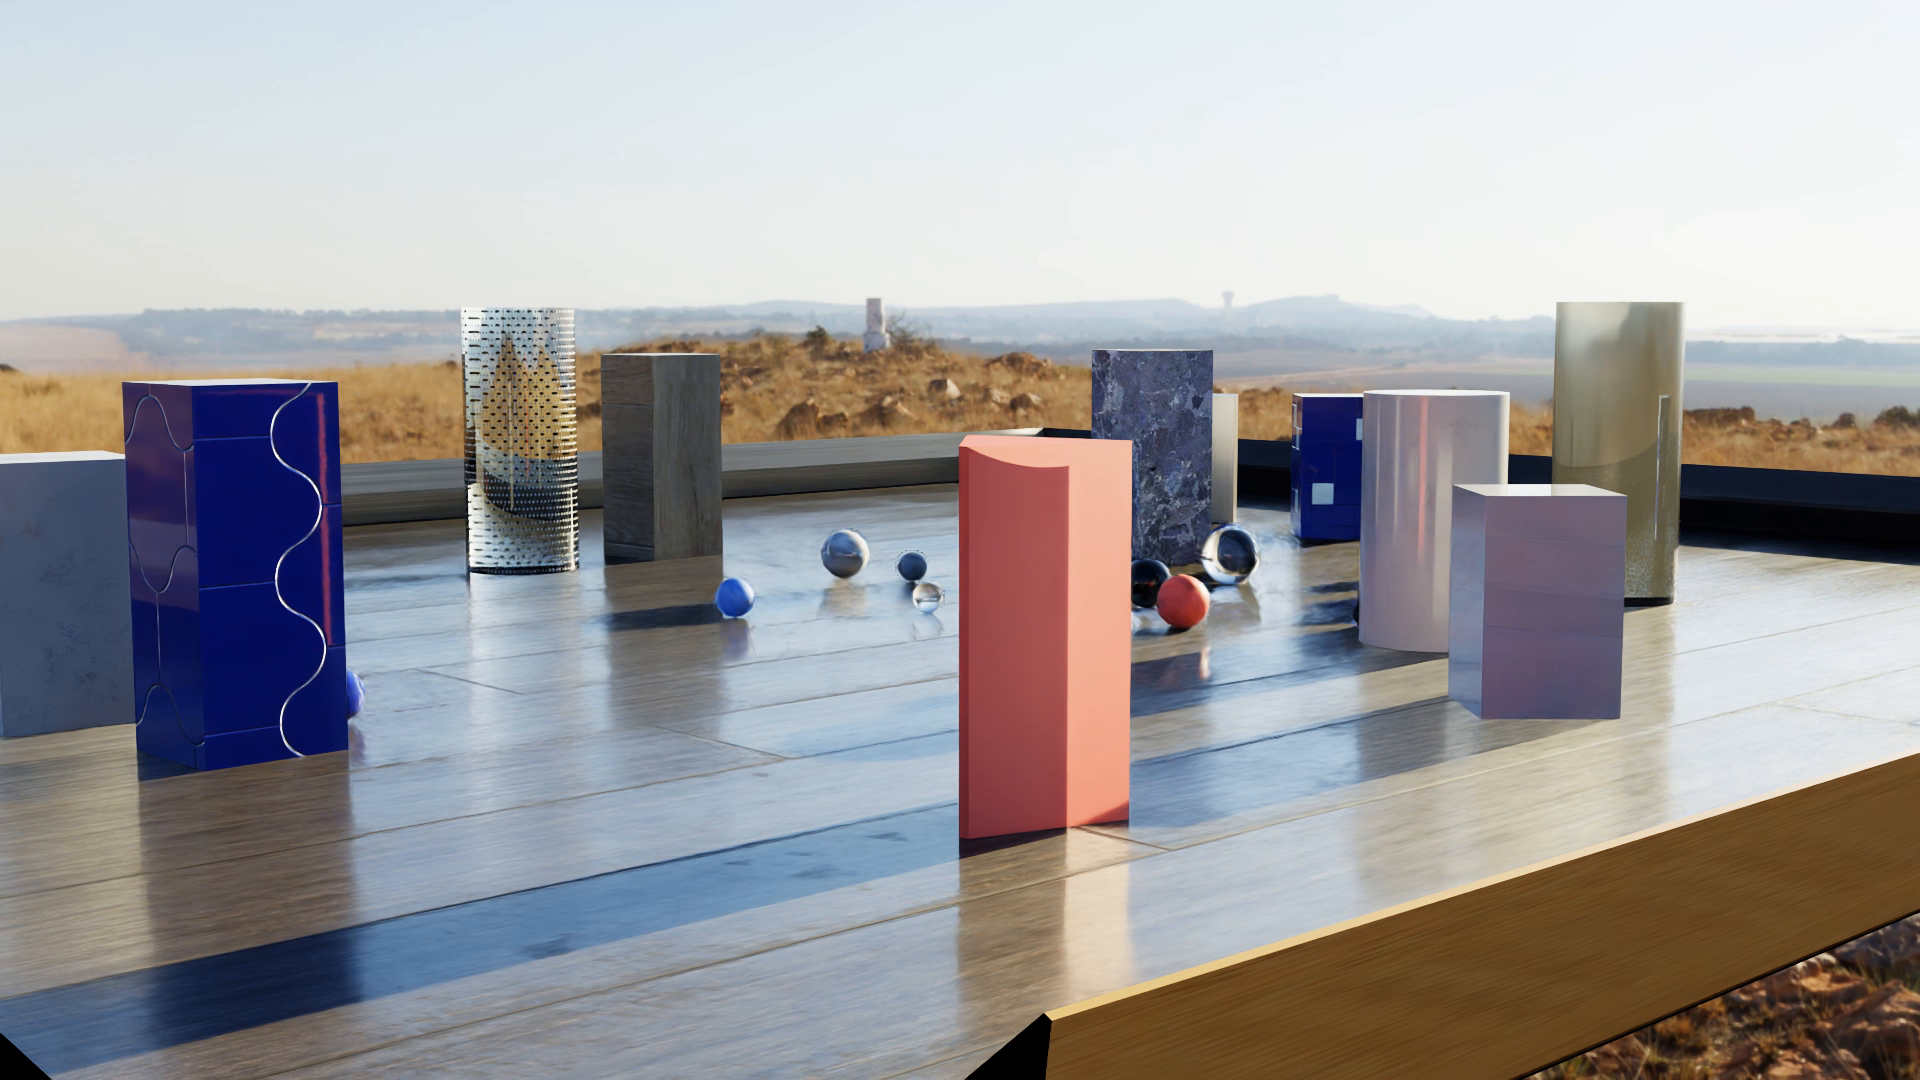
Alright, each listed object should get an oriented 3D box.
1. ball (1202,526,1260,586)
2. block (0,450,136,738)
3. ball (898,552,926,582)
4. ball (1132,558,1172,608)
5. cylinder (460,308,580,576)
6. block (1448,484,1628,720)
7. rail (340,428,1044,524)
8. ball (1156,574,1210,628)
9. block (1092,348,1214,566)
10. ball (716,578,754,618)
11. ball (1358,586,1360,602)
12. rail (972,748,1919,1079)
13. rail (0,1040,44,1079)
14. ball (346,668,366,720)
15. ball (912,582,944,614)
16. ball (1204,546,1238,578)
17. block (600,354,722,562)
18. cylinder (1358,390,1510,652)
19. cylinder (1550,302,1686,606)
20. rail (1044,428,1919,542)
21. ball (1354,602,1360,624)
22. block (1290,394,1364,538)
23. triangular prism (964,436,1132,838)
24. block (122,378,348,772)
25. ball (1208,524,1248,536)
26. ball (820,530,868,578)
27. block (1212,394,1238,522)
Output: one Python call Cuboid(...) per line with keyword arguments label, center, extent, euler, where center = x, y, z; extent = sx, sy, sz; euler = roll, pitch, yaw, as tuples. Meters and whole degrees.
Cuboid(label="ball", center=(0.436, 0.026, 3.540), extent=(0.095, 0.095, 0.095), euler=(0, 6, 0))
Cuboid(label="block", center=(-0.980, 0.052, 2.380), extent=(0.152, 0.285, 0.152), euler=(-4, 7, -36))
Cuboid(label="ball", center=(-0.078, 0.044, 3.592), extent=(0.048, 0.048, 0.048), euler=(0, 6, 0))
Cuboid(label="ball", center=(0.279, 0.064, 3.272), extent=(0.075, 0.075, 0.075), euler=(0, 6, 0))
Cuboid(label="cylinder", center=(-0.749, -0.172, 3.748), extent=(0.190, 0.445, 0.190), euler=(0, 6, 0))
Cuboid(label="block", center=(0.641, 0.066, 2.454), extent=(0.152, 0.244, 0.152), euler=(0, 6, -1))
Cuboid(label="rail", center=(-1.169, -0.101, 4.592), extent=(3.833, 0.124, 0.045), euler=(-6, 8, -42))
Cuboid(label="ball", center=(0.311, 0.086, 3.068), extent=(0.075, 0.075, 0.075), euler=(0, 6, 0))
Cuboid(label="block", center=(0.337, -0.149, 3.876), extent=(0.152, 0.372, 0.152), euler=(-3, 7, -29))
Cuboid(label="ball", center=(-0.325, 0.083, 3.175), extent=(0.057, 0.057, 0.057), euler=(0, 6, 0))
Cuboid(label="ball", center=(0.609, 0.079, 3.202), extent=(0.059, 0.059, 0.059), euler=(0, 6, 0))
Cuboid(label="rail", center=(1.169, 0.165, 2.072), extent=(3.833, 0.124, 0.045), euler=(-6, 8, -42))
Cuboid(label="rail", center=(-1.391, 0.167, 2.056), extent=(0.045, 0.124, 3.494), euler=(-6, 8, -42))
Cuboid(label="ball", center=(-0.671, 0.166, 2.366), extent=(0.061, 0.061, 0.061), euler=(0, 6, 0))
Cuboid(label="ball", center=(-0.047, 0.084, 3.221), extent=(0.046, 0.046, 0.046), euler=(0, 6, 0))
Cuboid(label="ball", center=(0.432, 0.036, 3.631), extent=(0.055, 0.055, 0.055), euler=(0, 6, 0))
Cuboid(label="block", center=(-0.538, -0.154, 3.969), extent=(0.152, 0.362, 0.152), euler=(-6, 8, -44))
Cuboid(label="cylinder", center=(0.631, -0.030, 2.931), extent=(0.190, 0.333, 0.190), euler=(0, 6, 0))
Cuboid(label="cylinder", center=(1.002, -0.136, 3.357), extent=(0.190, 0.454, 0.190), euler=(0, 6, 0))
Cuboid(label="rail", center=(1.391, -0.102, 4.609), extent=(0.045, 0.124, 3.494), euler=(-6, 8, -42))
Cuboid(label="ball", center=(0.568, 0.103, 3.045), extent=(0.046, 0.046, 0.046), euler=(0, 6, 0))
Cuboid(label="block", center=(0.738, -0.147, 4.324), extent=(0.152, 0.275, 0.152), euler=(0, 6, 1))
Cuboid(label="triangular prism", center=(0.043, 0.076, 1.936), extent=(0.165, 0.331, 0.143), euler=(-3, 7, -27))
Cuboid(label="block", center=(-0.726, 0.027, 2.207), extent=(0.152, 0.371, 0.152), euler=(-6, 8, -44))
Cuboid(label="ball", center=(0.455, 0.014, 3.708), extent=(0.084, 0.084, 0.084), euler=(0, 6, 0))
Cuboid(label="ball", center=(-0.190, 0.024, 3.636), extent=(0.079, 0.079, 0.079), euler=(0, 6, 0))
Cuboid(label="block", center=(0.507, -0.176, 4.656), extent=(0.152, 0.262, 0.152), euler=(1, 6, 10))
